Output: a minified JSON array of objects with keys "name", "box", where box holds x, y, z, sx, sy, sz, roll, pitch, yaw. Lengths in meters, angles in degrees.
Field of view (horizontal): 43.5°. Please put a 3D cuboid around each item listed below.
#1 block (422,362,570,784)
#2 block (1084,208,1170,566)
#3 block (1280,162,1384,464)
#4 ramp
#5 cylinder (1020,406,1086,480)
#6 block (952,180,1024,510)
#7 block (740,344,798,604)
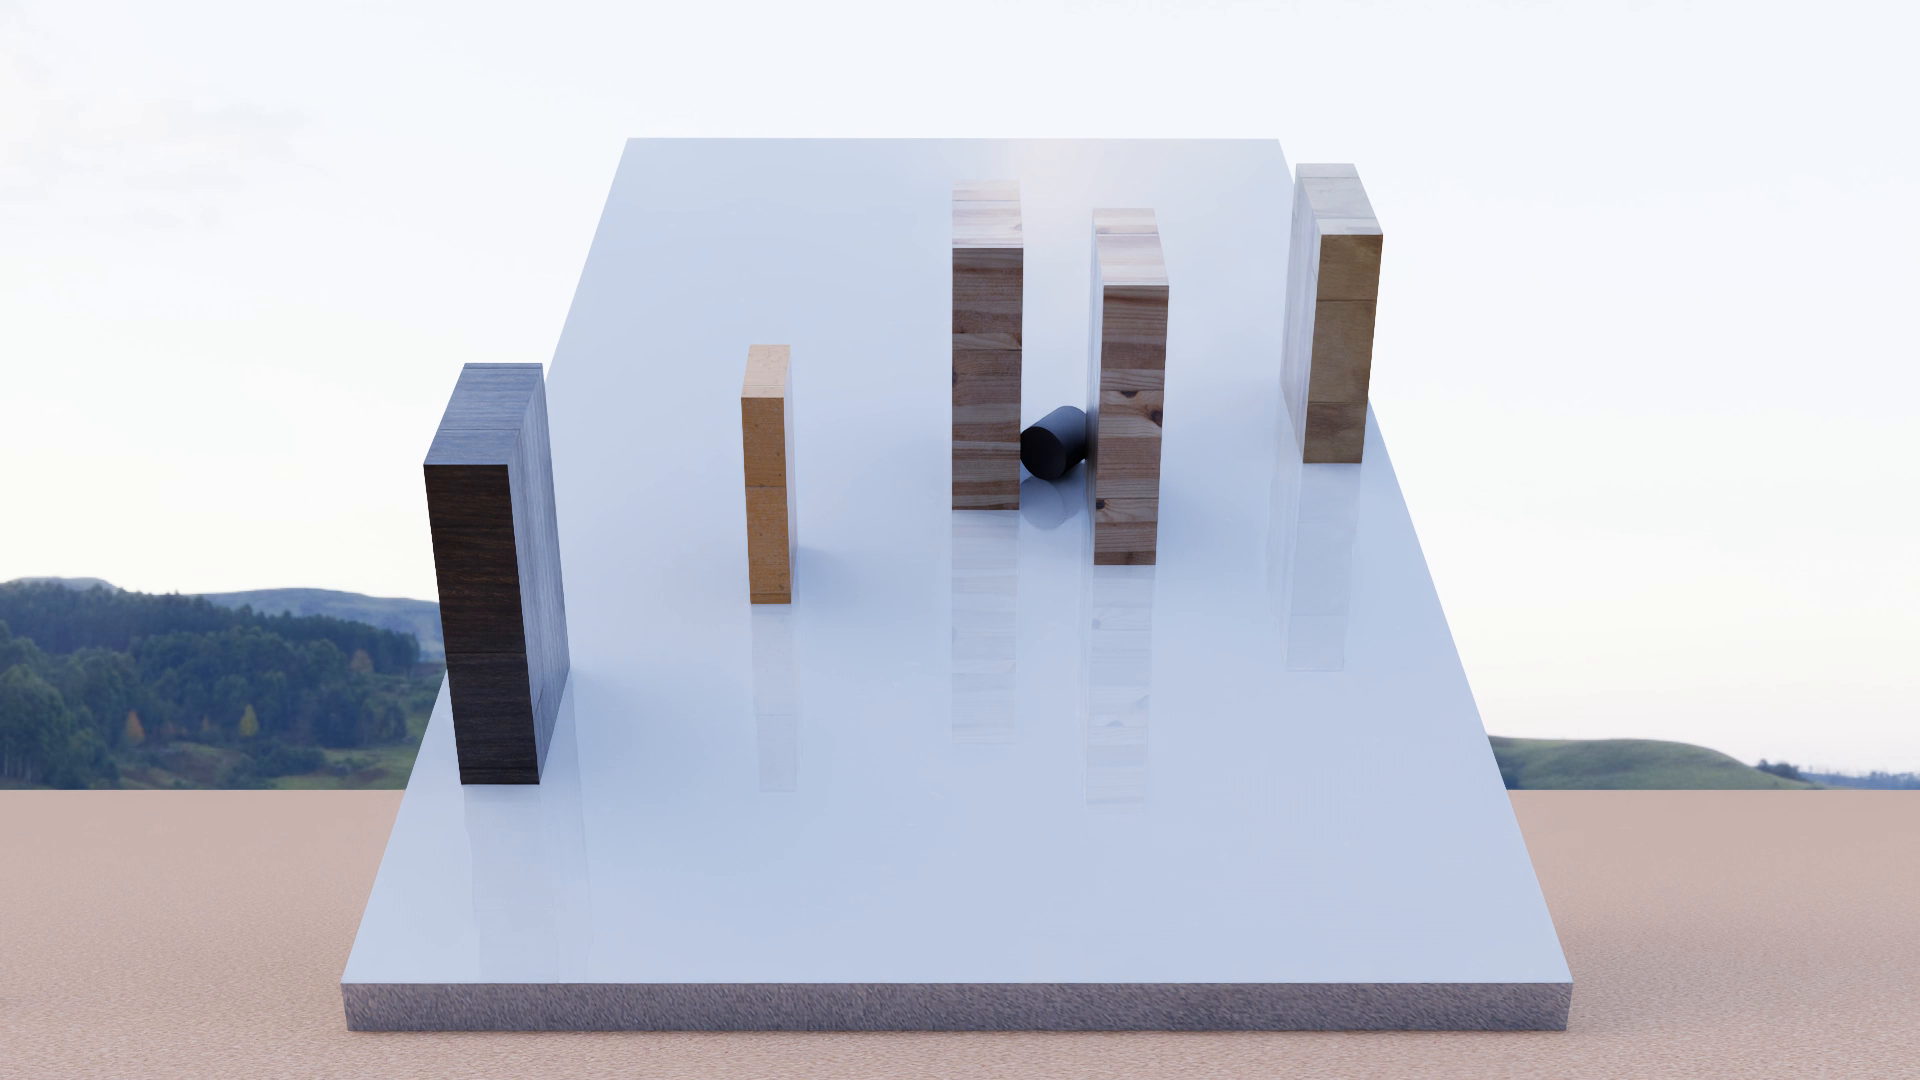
[{"name":"block","box":[-0.837,0.060,4.397,0.143,0.657,0.406,0,29,0]},{"name":"block","box":[0.349,-0.328,5.115,0.131,0.641,0.418,0,29,0]},{"name":"block","box":[0.852,-0.528,5.557,0.135,0.560,0.441,0,29,0]},{"name":"ramp","box":[-0.012,-0.215,5.669,2.000,0.100,4.000,0,29,0]},{"name":"cylinder","box":[0.221,-0.221,5.444,0.130,0.130,0.130,-5,20,40]},{"name":"block","box":[0.057,-0.433,5.322,0.149,0.620,0.396,0,29,0]},{"name":"block","box":[-0.389,-0.135,4.938,0.084,0.471,0.248,0,29,0]}]
